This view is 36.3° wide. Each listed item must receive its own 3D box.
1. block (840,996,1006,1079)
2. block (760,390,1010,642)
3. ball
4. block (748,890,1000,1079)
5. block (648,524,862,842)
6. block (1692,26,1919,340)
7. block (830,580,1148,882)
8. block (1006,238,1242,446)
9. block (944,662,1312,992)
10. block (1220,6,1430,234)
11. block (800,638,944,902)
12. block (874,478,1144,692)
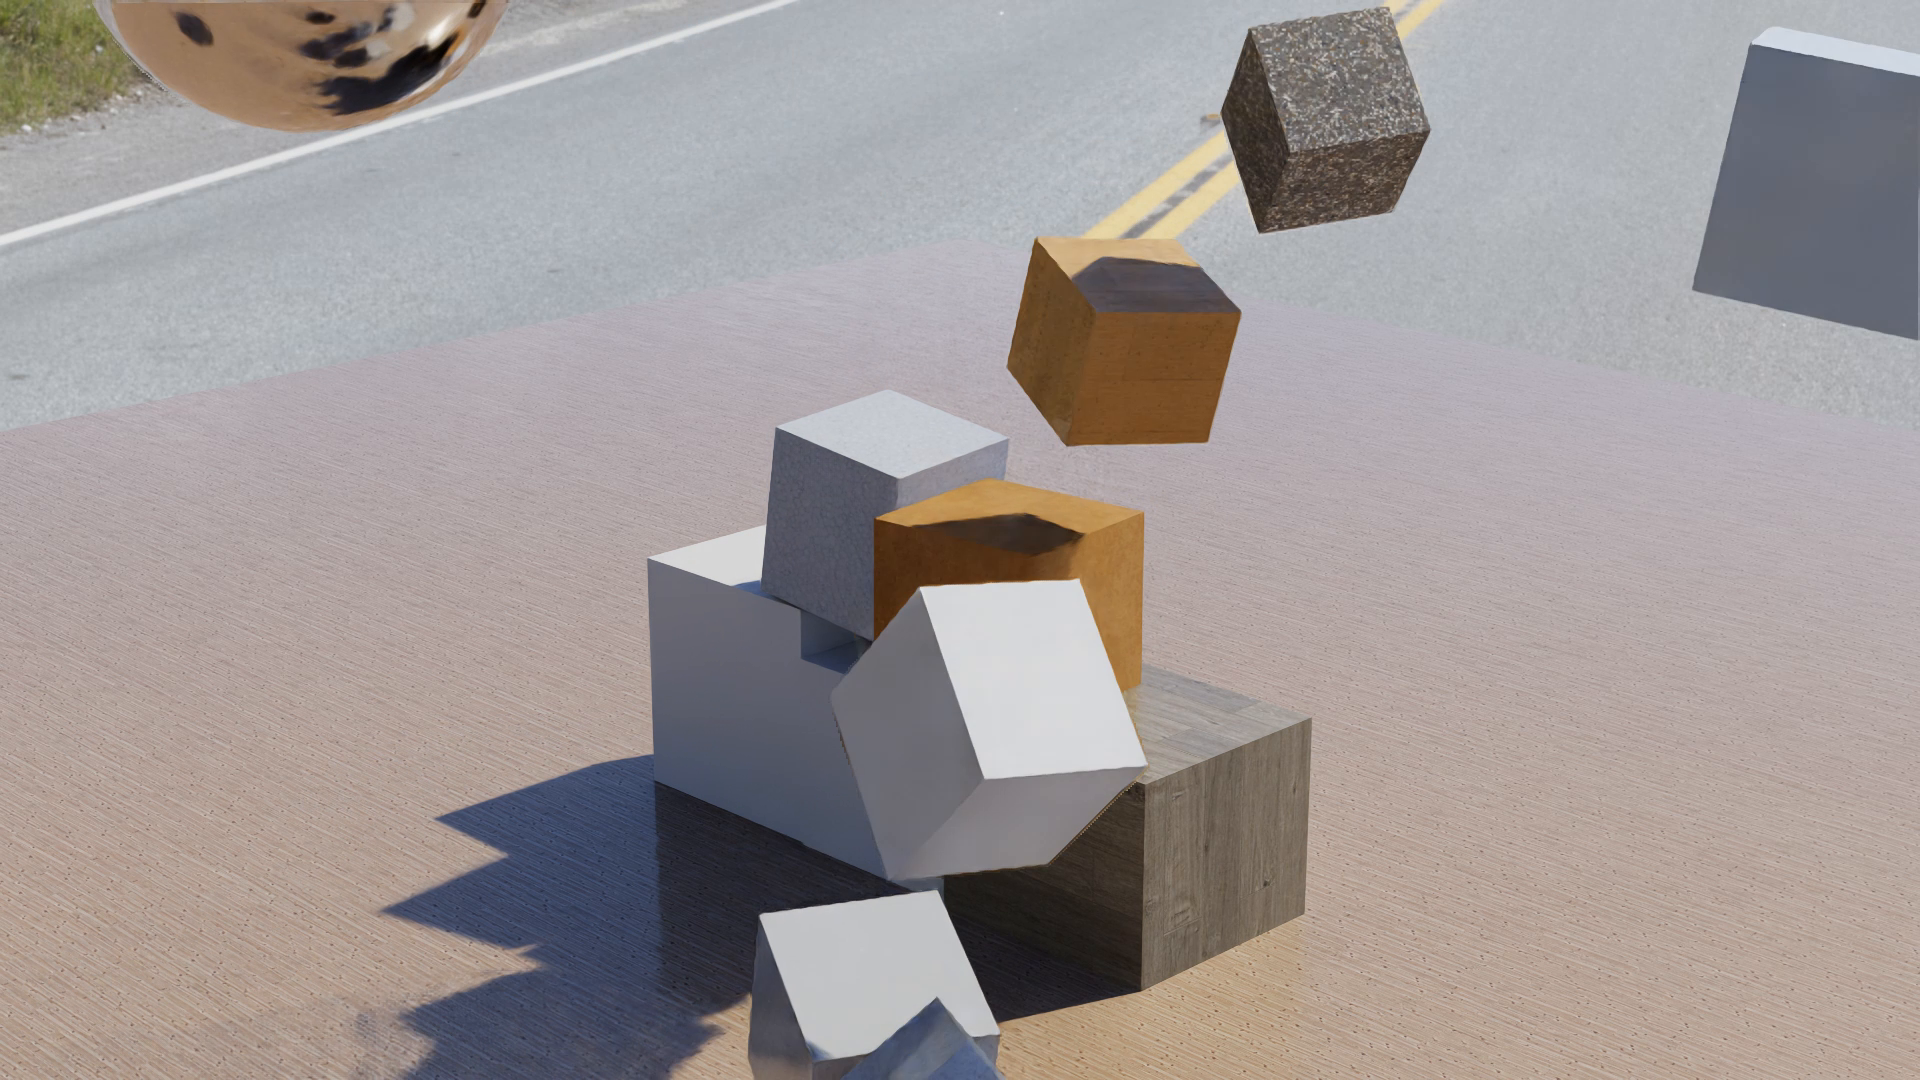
[{"bbox_3d":[-0.017,2.092,9.649,0.649,0.813,0.808,-40,6,-5],"label":"block"},{"bbox_3d":[-0.349,-0.120,13.542,0.733,0.818,0.797,23,29,32],"label":"block"},{"bbox_3d":[-2.300,-2.225,10.231,1.600,1.600,1.600,0,17,0],"label":"ball"},{"bbox_3d":[-0.336,1.868,10.825,0.692,0.739,0.771,-6,37,-17],"label":"block"},{"bbox_3d":[-0.765,0.648,14.350,1.107,1.160,1.018,17,24,42],"label":"block"},{"bbox_3d":[2.540,-1.039,8.428,0.640,0.711,0.590,15,19,17],"label":"block"},{"bbox_3d":[0.083,0.644,9.956,0.636,0.740,0.718,-2,59,-32],"label":"block"},{"bbox_3d":[0.684,-0.847,12.443,0.667,0.628,0.677,-2,33,-23],"label":"block"},{"bbox_3d":[0.732,1.209,12.937,1.175,0.936,1.095,17,24,42],"label":"block"},{"bbox_3d":[1.496,-1.727,12.093,0.596,0.597,0.655,-10,-22,-11],"label":"block"},{"bbox_3d":[-0.015,0.978,13.684,1.078,0.929,0.967,-17,24,-42],"label":"block"},{"bbox_3d":[0.218,0.275,13.003,0.873,0.807,0.819,13,22,36],"label":"block"}]
